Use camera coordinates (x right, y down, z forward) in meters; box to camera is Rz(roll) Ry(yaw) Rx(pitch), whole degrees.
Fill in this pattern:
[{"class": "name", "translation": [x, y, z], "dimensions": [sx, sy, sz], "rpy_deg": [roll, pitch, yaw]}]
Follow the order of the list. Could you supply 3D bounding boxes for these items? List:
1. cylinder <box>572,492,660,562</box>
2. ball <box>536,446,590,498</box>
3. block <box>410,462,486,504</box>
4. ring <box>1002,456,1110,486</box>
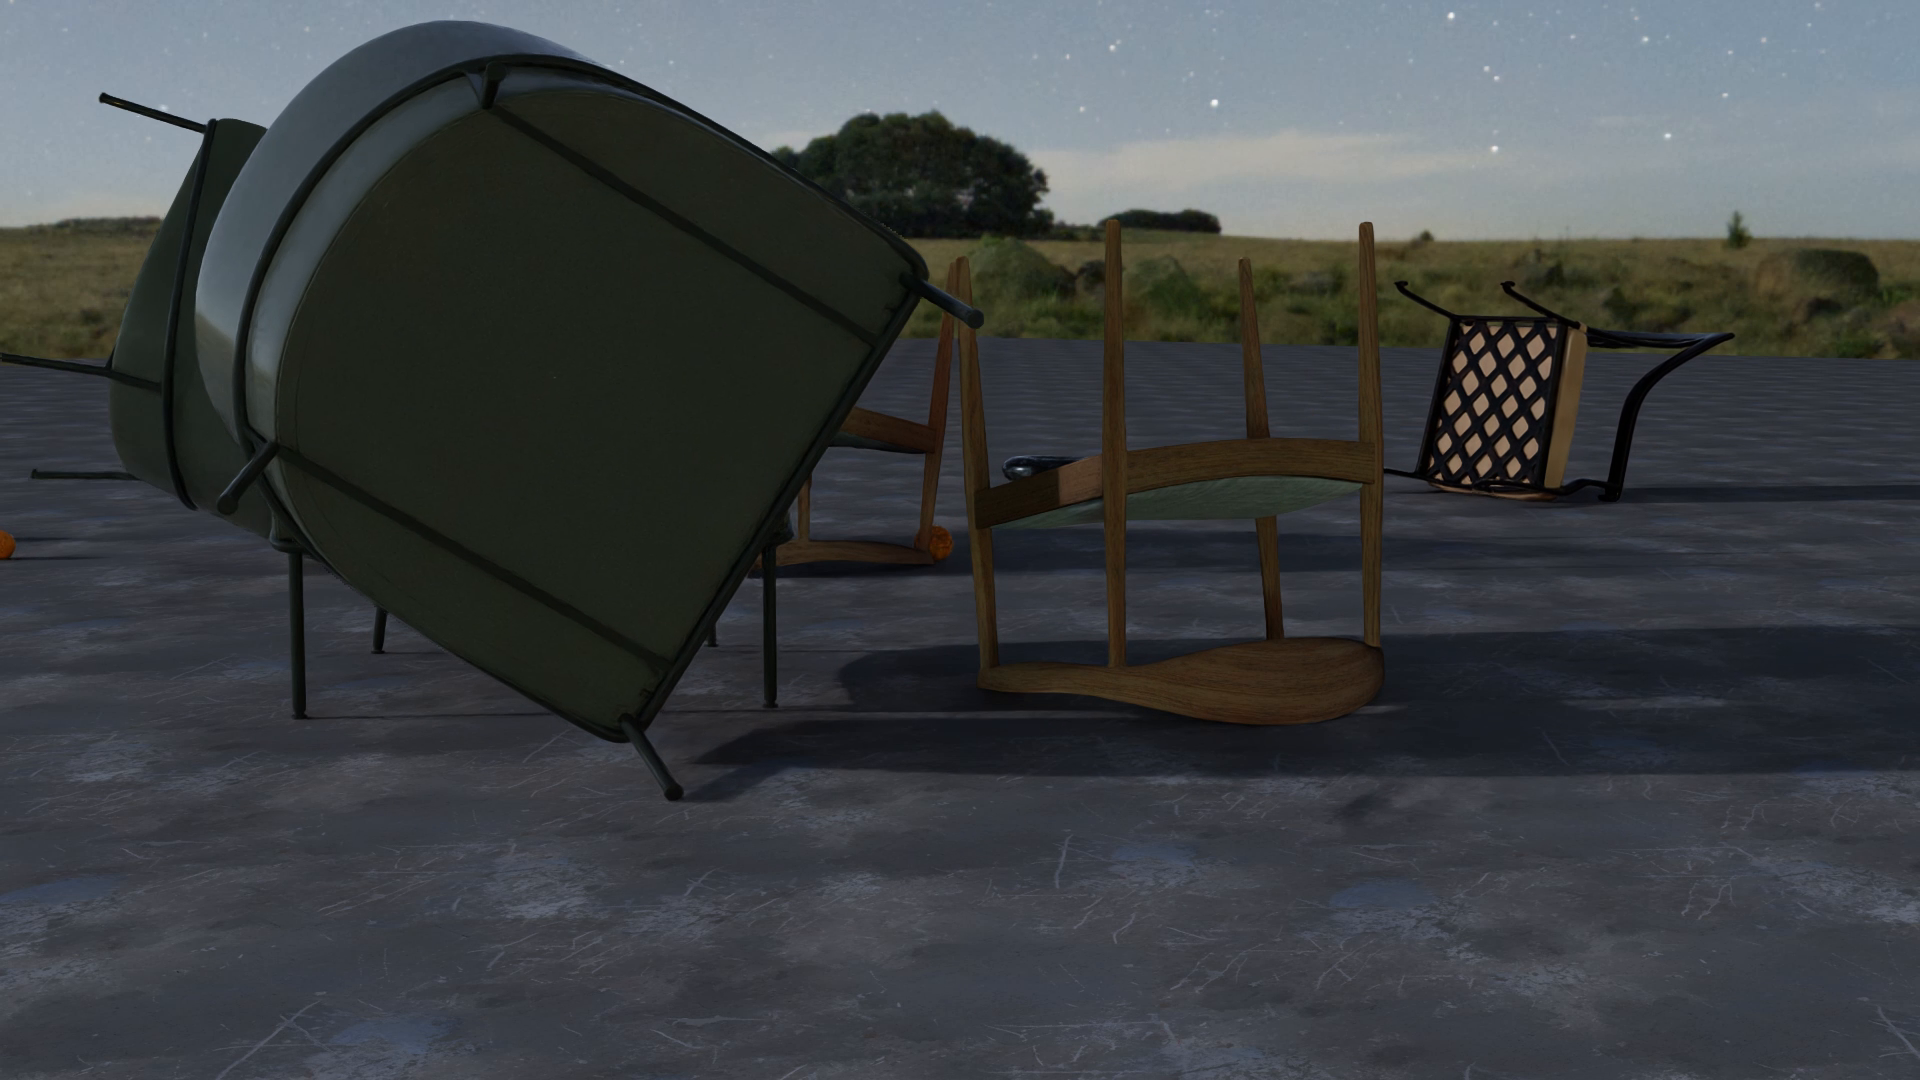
[{"class": "cylinder", "translation": [-0.797, -0.031, 5.952], "dimensions": [0.148, 0.128, 0.180], "rpy_deg": [-4, -37, -37]}, {"class": "ball", "translation": [-1.173, -0.201, 7.594], "dimensions": [0.159, 0.159, 0.159], "rpy_deg": [0, 6, 0]}, {"class": "block", "translation": [-1.502, -0.168, 7.523], "dimensions": [0.196, 0.106, 0.151], "rpy_deg": [-2, 6, -22]}, {"class": "ring", "translation": [0.303, -0.220, 8.143], "dimensions": [0.350, 0.084, 0.264], "rpy_deg": [3, 6, 21]}]
